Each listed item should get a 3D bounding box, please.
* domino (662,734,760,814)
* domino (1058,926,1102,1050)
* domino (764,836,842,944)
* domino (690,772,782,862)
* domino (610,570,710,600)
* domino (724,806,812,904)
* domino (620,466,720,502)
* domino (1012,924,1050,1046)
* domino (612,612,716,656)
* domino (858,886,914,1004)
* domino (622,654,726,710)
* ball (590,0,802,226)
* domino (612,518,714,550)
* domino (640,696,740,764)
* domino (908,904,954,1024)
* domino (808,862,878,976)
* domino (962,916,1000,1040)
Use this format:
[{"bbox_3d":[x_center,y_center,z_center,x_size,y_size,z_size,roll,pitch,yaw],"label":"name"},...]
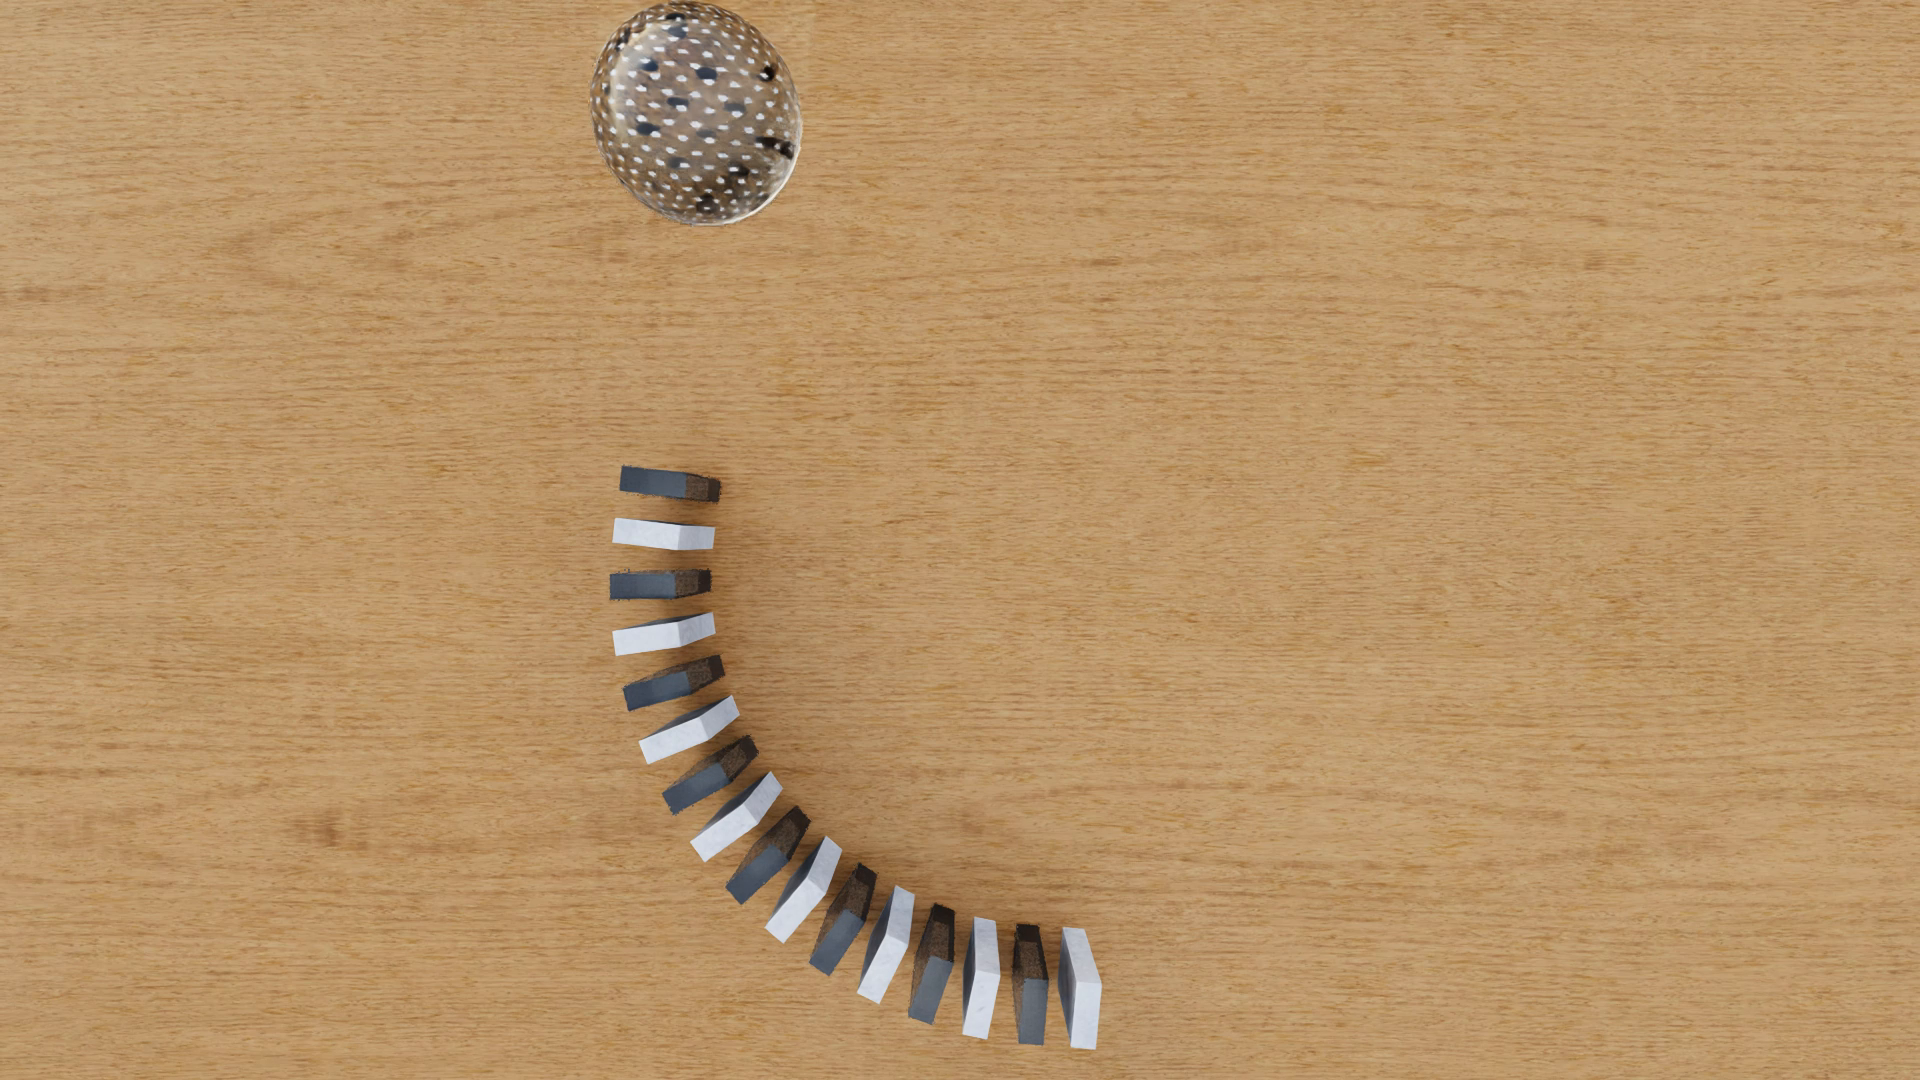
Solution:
[{"bbox_3d":[-0.101,0.095,0.375,0.025,0.050,0.009,-29,90,0],"label":"domino"},{"bbox_3d":[0.048,0.182,0.375,0.009,0.050,0.025,6,90,0],"label":"domino"},{"bbox_3d":[-0.063,0.142,0.375,0.009,0.050,0.025,41,90,0],"label":"domino"},{"bbox_3d":[-0.090,0.112,0.375,0.025,0.050,0.009,-36,90,0],"label":"domino"},{"bbox_3d":[-0.121,0.018,0.375,0.025,0.050,0.010,0,90,0],"label":"domino"},{"bbox_3d":[-0.077,0.128,0.375,0.025,0.050,0.009,-42,90,0],"label":"domino"},{"bbox_3d":[-0.117,-0.022,0.375,0.025,0.050,0.010,6,90,0],"label":"domino"},{"bbox_3d":[0.028,0.180,0.375,0.009,0.050,0.025,5,90,0],"label":"domino"},{"bbox_3d":[-0.120,0.038,0.375,0.025,0.050,0.009,-8,90,0],"label":"domino"},{"bbox_3d":[-0.030,0.164,0.375,0.009,0.050,0.025,27,90,0],"label":"domino"},{"bbox_3d":[-0.116,0.058,0.375,0.025,0.050,0.010,-15,90,0],"label":"domino"},{"bbox_3d":[-0.102,-0.166,0.360,0.080,0.080,0.080,0,90,0],"label":"ball"},{"bbox_3d":[-0.120,-0.002,0.375,0.025,0.050,0.010,7,90,0],"label":"domino"},{"bbox_3d":[-0.109,0.077,0.375,0.025,0.050,0.009,-22,90,0],"label":"domino"},{"bbox_3d":[-0.011,0.172,0.375,0.009,0.050,0.025,20,90,0],"label":"domino"},{"bbox_3d":[-0.047,0.154,0.375,0.009,0.050,0.025,34,90,0],"label":"domino"},{"bbox_3d":[0.008,0.178,0.375,0.010,0.050,0.025,12,90,0],"label":"domino"}]
